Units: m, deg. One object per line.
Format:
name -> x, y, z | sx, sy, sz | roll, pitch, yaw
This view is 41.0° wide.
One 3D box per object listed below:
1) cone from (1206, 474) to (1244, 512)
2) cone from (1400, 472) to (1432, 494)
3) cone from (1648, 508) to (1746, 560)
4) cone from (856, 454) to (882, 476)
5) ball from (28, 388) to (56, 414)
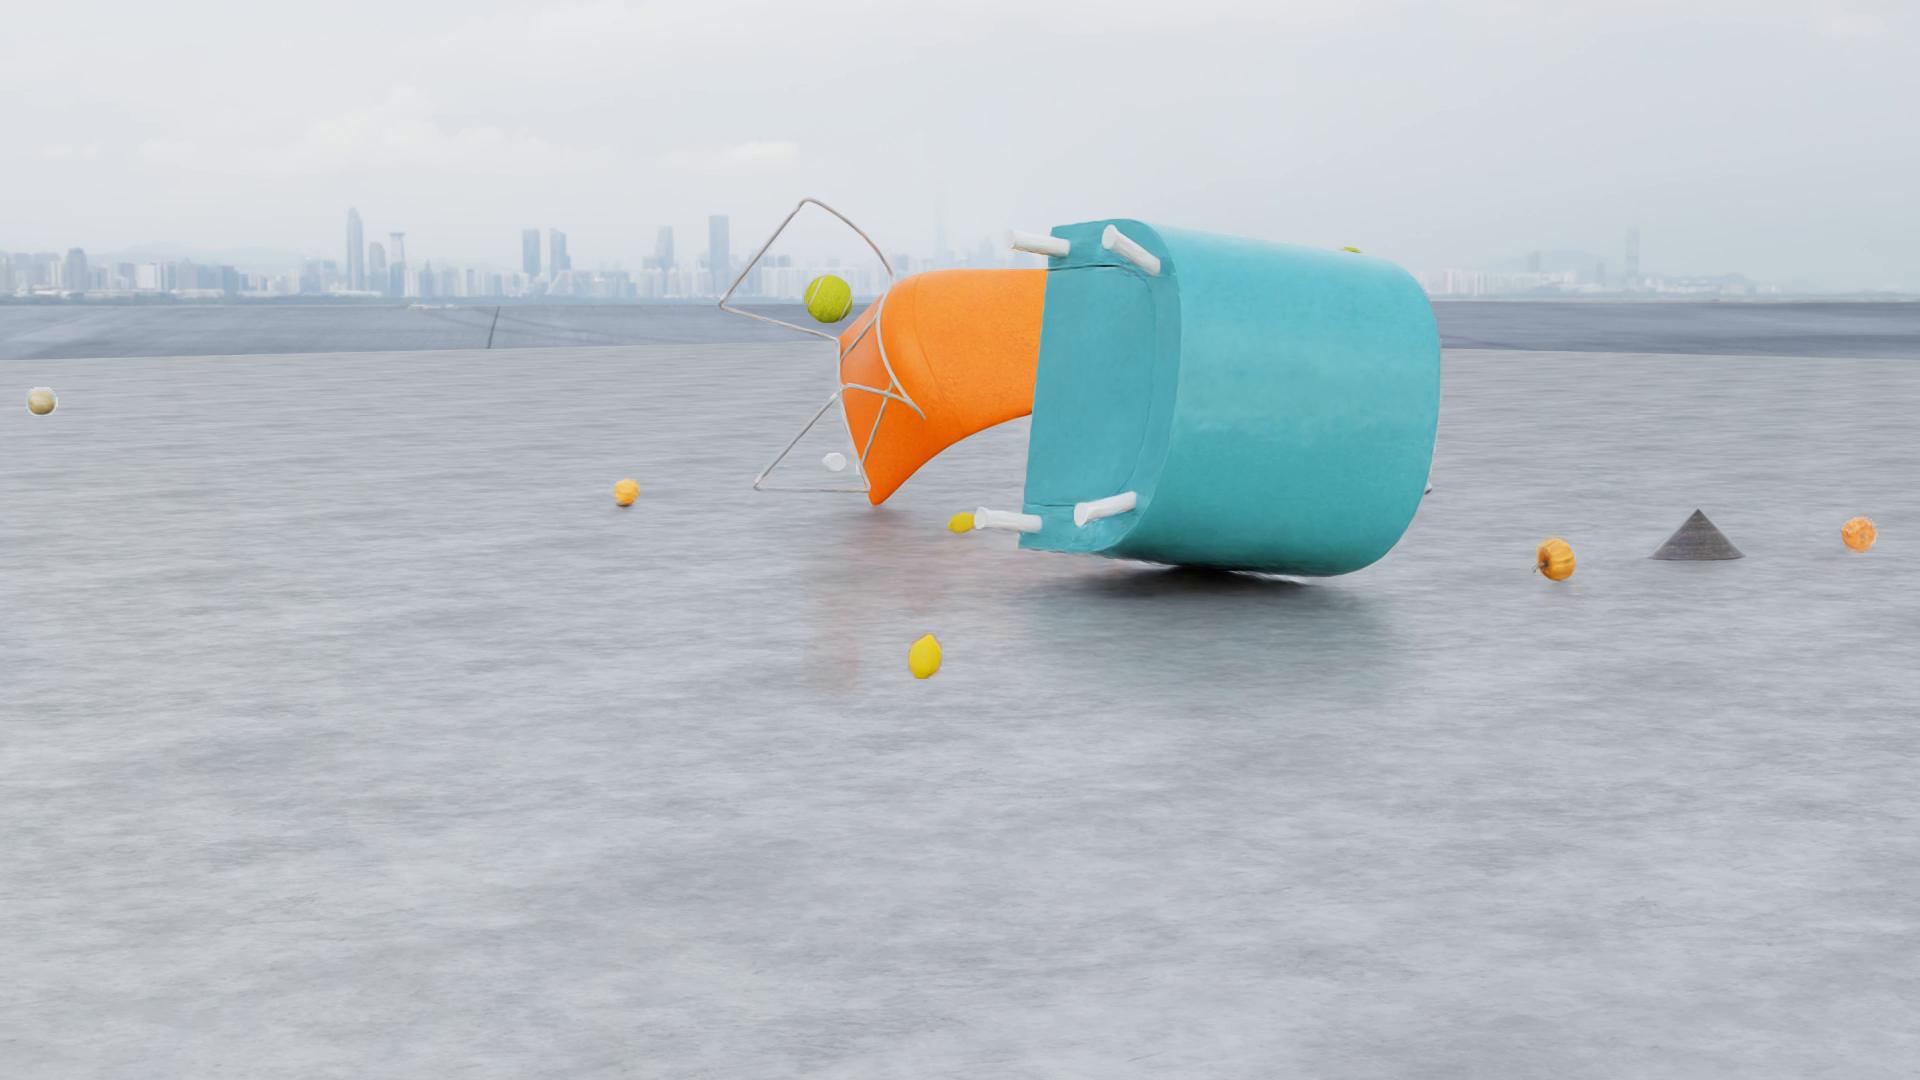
cone -> 0.733, -0.132, 7.208 | 0.094, 0.109, 0.128 | 4, 18, -15
cone -> 1.375, -0.154, 7.754 | 0.107, 0.058, 0.065 | 26, 39, -2
cone -> 1.732, -0.018, 6.025 | 0.258, 0.114, 0.164 | -2, 6, -23
cone -> -0.321, -0.232, 8.489 | 0.107, 0.072, 0.087 | -21, 19, 34
ball -> -2.242, -0.338, 6.260 | 0.064, 0.064, 0.064 | 0, 6, 0
